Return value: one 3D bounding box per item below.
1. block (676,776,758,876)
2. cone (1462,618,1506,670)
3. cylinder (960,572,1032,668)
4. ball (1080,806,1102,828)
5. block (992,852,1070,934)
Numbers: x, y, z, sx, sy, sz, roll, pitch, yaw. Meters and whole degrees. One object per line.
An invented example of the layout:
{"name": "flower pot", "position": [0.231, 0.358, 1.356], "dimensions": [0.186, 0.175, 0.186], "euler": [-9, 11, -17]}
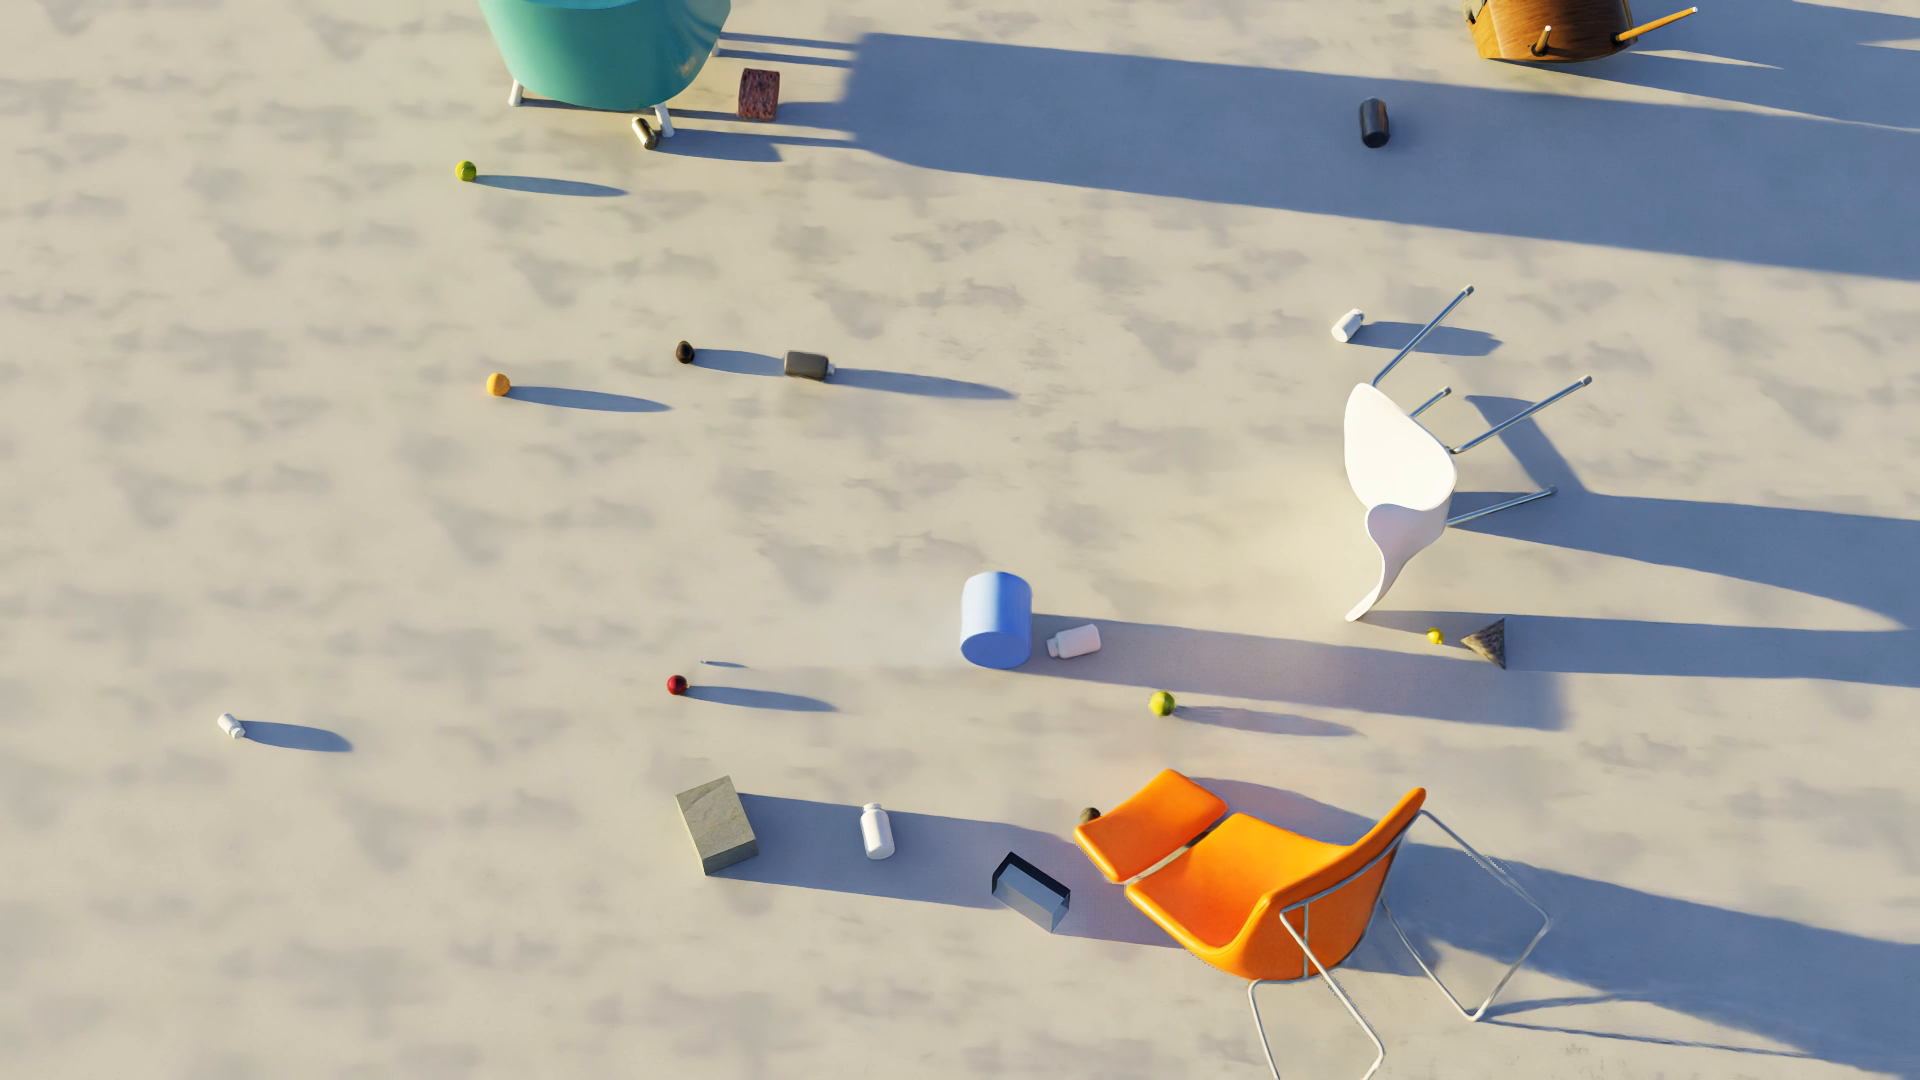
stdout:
{"name": "block", "position": [-0.662, 0.777, 5.992], "dimensions": [0.155, 0.100, 0.211], "euler": [-20, 58, -13]}
{"name": "cone", "position": [1.537, 0.315, 6.329], "dimensions": [0.144, 0.120, 0.136], "euler": [-26, 84, -9]}
{"name": "cylinder", "position": [0.104, 0.230, 6.297], "dimensions": [0.196, 0.204, 0.201], "euler": [-9, 54, 17]}
{"name": "ball", "position": [0.359, 0.761, 6.029], "dimensions": [0.057, 0.057, 0.057], "euler": [0, 56, 0]}
{"name": "block", "position": [0.189, 0.940, 5.868], "dimensions": [0.194, 0.125, 0.085], "euler": [31, 61, 19]}
